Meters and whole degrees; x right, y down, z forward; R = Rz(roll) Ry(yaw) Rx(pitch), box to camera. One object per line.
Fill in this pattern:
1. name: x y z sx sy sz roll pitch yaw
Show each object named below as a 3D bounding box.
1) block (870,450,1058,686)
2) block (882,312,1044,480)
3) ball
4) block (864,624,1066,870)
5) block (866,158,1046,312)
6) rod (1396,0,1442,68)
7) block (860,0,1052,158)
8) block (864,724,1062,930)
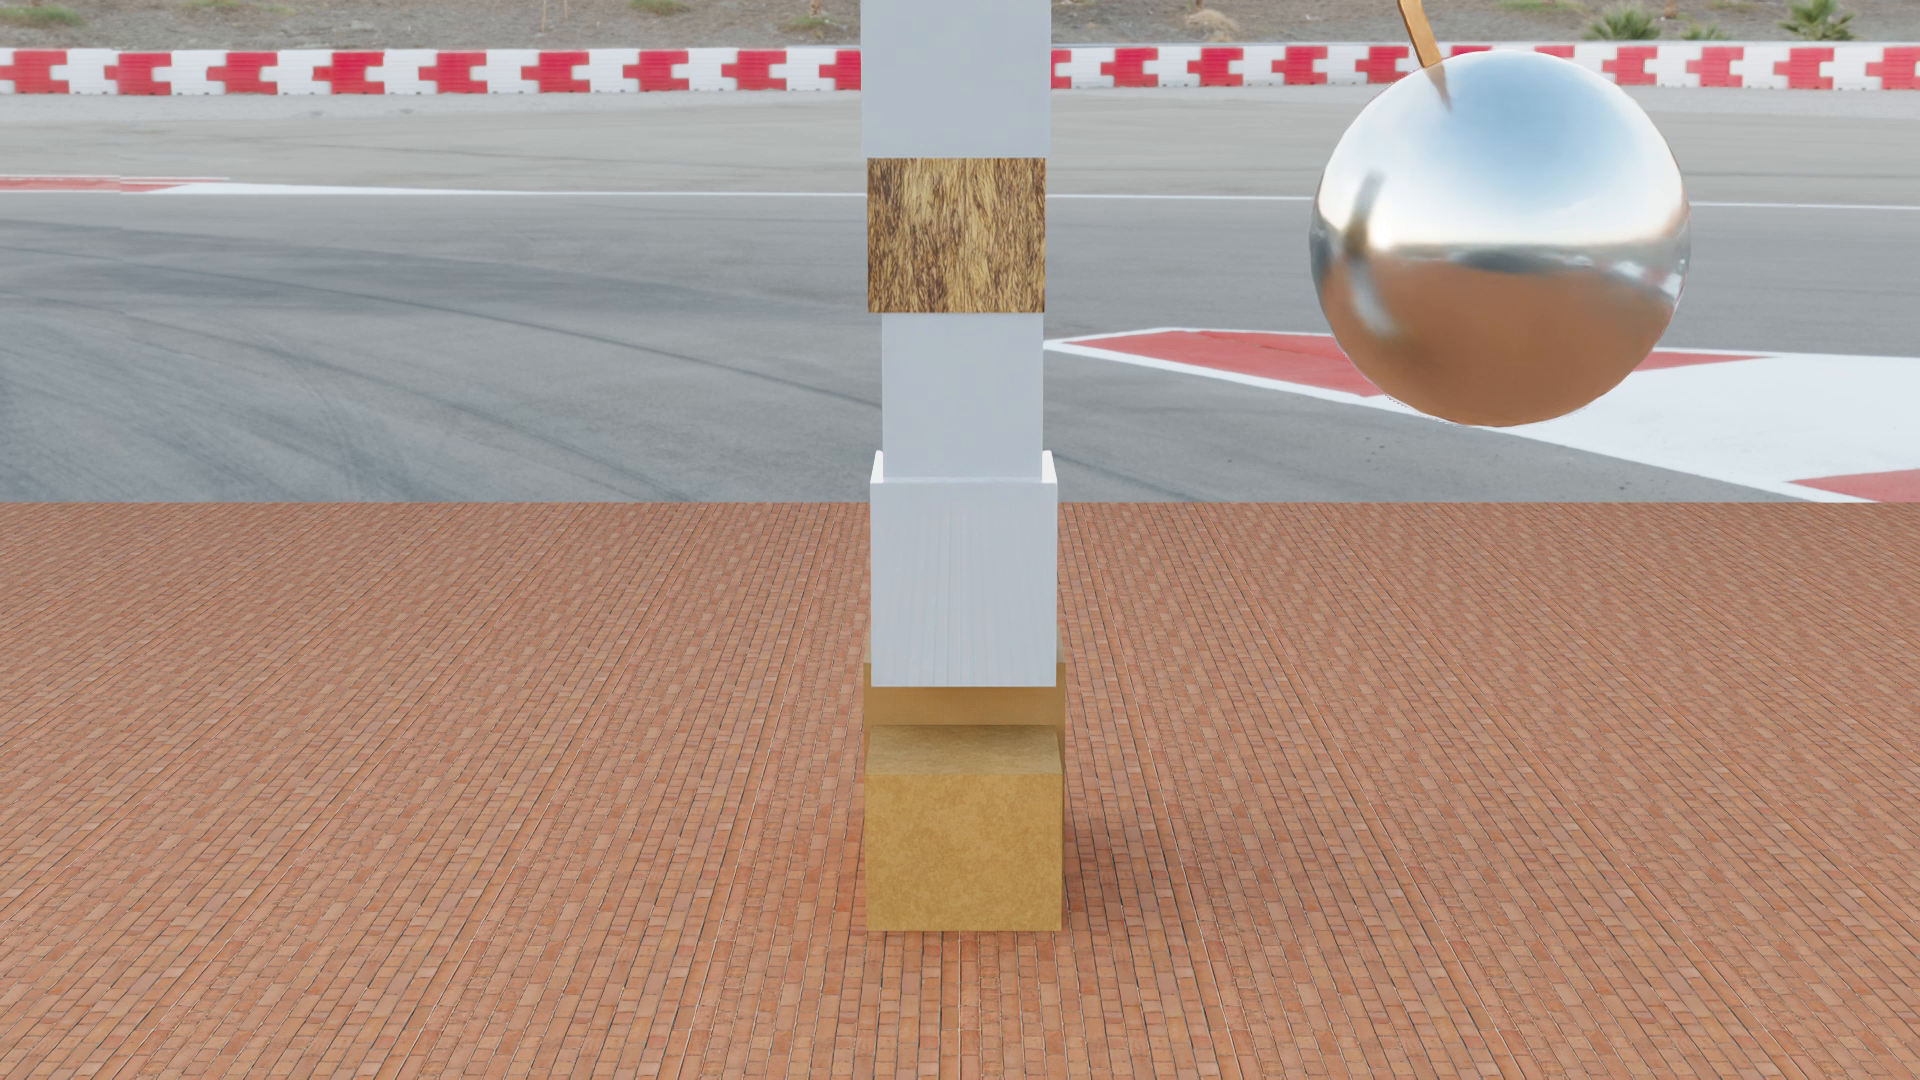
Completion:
1. block: 0.016 0.111 11.191 0.782 0.877 0.815 0 12 0
2. block: 0.011 -0.664 11.033 0.669 0.705 0.677 0 12 0
3. ball: 2.295 -1.280 10.948 1.600 1.600 1.600 0 10 0
4. block: 0.020 0.934 11.770 0.891 0.951 0.809 0 10 0
5. block: -0.015 -1.321 10.899 0.731 0.634 0.693 0 12 0
6. rod: 0.994 -4.371 10.386 0.080 5.200 0.080 -22 10 4
7. block: -0.017 -1.994 10.762 0.774 0.740 0.641 0 12 0
8. block: 0.015 1.219 10.986 0.811 0.671 0.815 0 10 0
